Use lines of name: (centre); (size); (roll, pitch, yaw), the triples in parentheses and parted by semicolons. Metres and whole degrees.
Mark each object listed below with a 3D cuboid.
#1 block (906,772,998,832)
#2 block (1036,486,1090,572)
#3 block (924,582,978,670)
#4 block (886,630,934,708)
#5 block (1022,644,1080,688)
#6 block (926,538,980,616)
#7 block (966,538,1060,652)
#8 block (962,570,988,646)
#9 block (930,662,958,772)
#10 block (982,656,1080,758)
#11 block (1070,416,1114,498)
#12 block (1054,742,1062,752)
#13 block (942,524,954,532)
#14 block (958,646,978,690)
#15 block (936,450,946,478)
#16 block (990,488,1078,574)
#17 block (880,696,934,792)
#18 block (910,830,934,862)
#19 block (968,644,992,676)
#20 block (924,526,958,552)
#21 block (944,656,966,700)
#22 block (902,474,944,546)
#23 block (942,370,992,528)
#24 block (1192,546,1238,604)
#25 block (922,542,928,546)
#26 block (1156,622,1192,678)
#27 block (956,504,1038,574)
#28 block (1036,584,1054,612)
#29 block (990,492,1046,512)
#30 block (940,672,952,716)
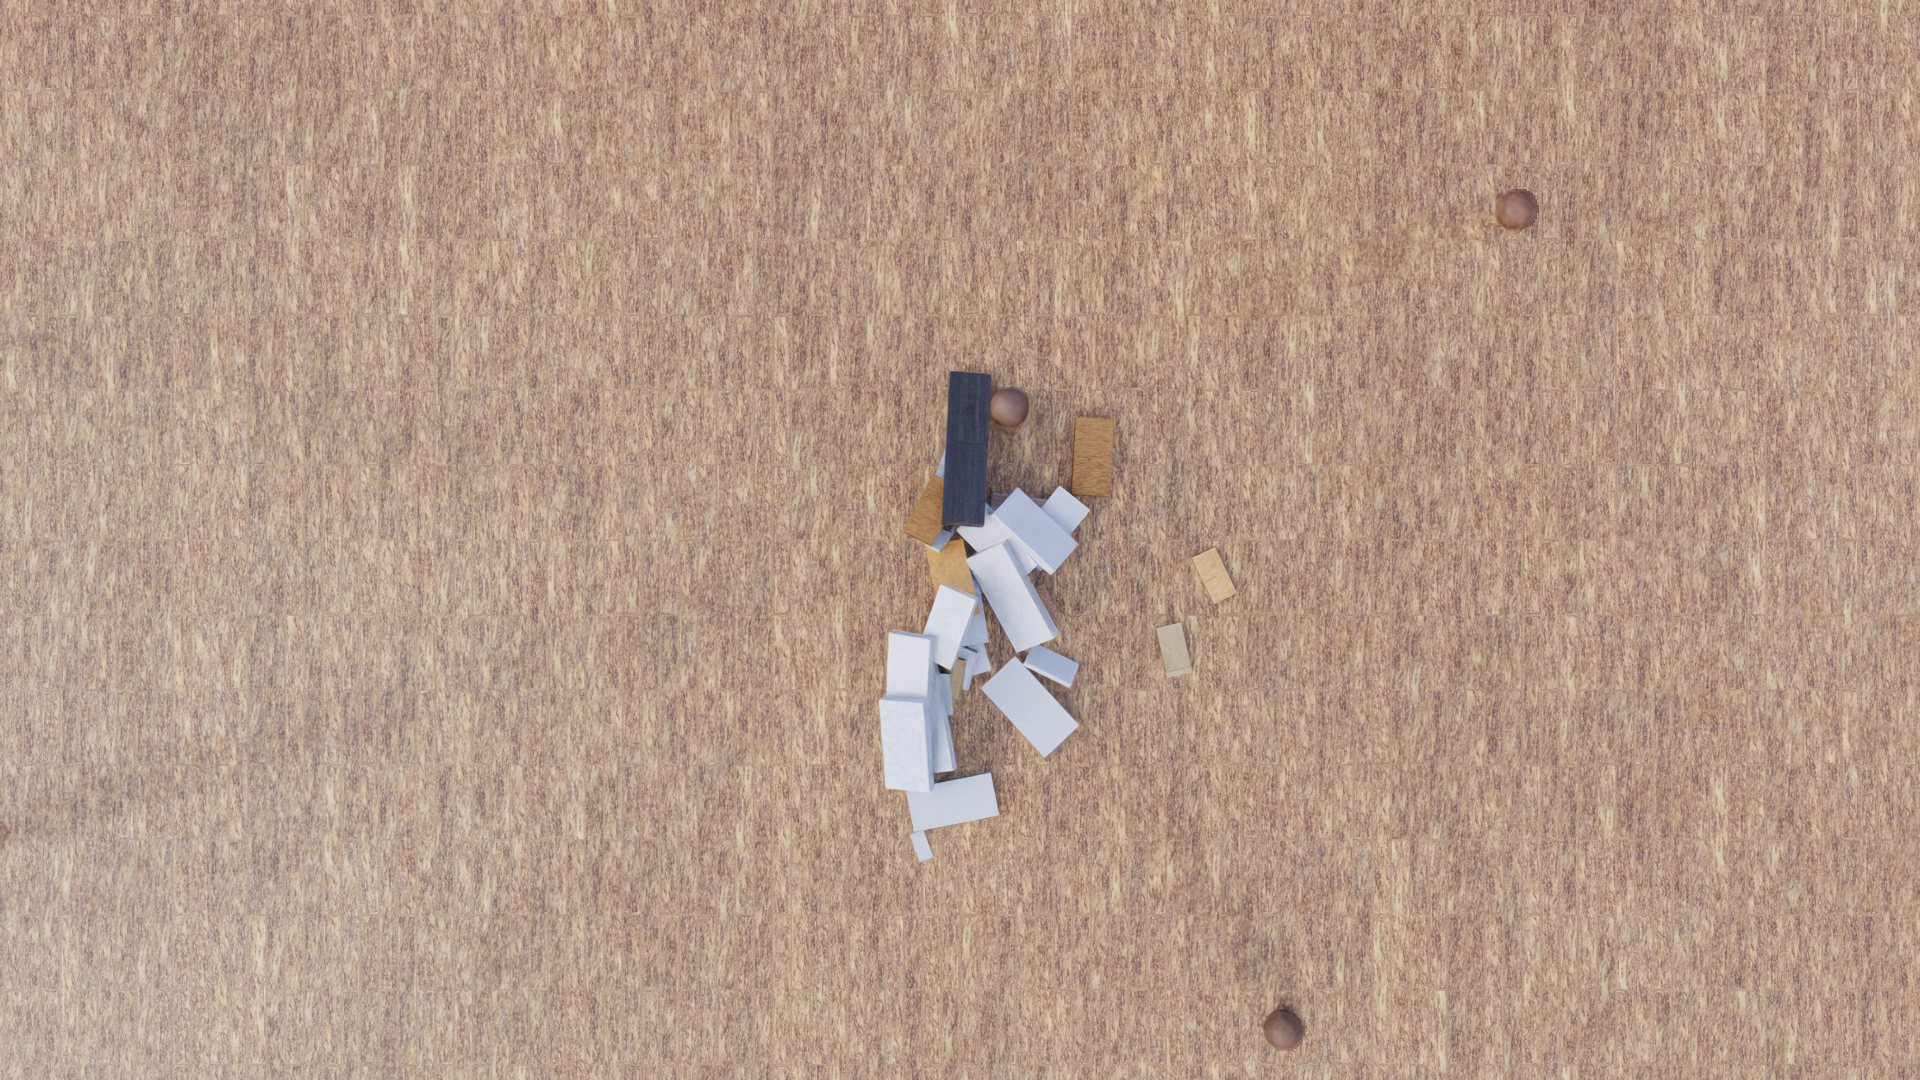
block: (-0.025, 0.869, 5.480); (0.286, 0.041, 0.143); (-11, 90, 0)
block: (0.297, -0.038, 5.445); (0.129, 0.037, 0.258); (39, 90, 0)
block: (-0.041, 0.279, 5.355); (0.127, 0.036, 0.254); (24, 107, 14)
block: (-0.164, 0.445, 5.395); (0.143, 0.041, 0.286); (9, 107, 19)
block: (0.302, 0.413, 5.466); (0.170, 0.024, 0.085); (26, 56, 0)
block: (-0.025, 0.133, 5.433); (0.127, 0.036, 0.254); (-13, 73, -1)
block: (0.172, 0.185, 5.418); (0.156, 0.044, 0.356); (-24, 98, 34)
block: (0.012, 0.221, 5.442); (0.127, 0.036, 0.254); (-9, 73, 0)
block: (-0.120, 0.564, 5.456); (0.143, 0.041, 0.413); (-11, 90, 20)
block: (0.232, 0.552, 5.470); (0.156, 0.044, 0.311); (-43, 87, 0)
block: (0.441, -0.276, 5.482); (0.129, 0.037, 0.258); (3, 90, 0)
block: (0.321, 0.654, 5.493); (0.048, 0.014, 0.095); (26, 90, 0)
block: (-0.034, -0.145, 5.458); (0.108, 0.030, 0.215); (25, 76, 1)
block: (0.013, 0.421, 5.455); (0.069, 0.020, 0.139); (24, 110, 27)
block: (-0.012, -0.246, 5.453); (0.108, 0.030, 0.215); (21, 76, 0)
block: (0.241, -0.030, 5.376); (0.273, 0.039, 0.136); (43, 60, 0)
block: (-0.174, 0.669, 5.412); (0.156, 0.044, 0.311); (2, 106, 21)
block: (-0.128, 1.018, 5.493); (0.048, 0.014, 0.095); (-20, 90, 0)
block: (0.050, 0.371, 5.470); (0.072, 0.020, 0.143); (-16, 90, 0)
block: (-0.061, -0.016, 5.461); (0.058, 0.016, 0.115); (28, 66, 21)
block: (-0.021, 0.453, 5.458); (0.069, 0.020, 0.139); (16, 106, 30)
block: (-0.090, -0.098, 5.383); (0.108, 0.030, 0.215); (27, 79, 1)
block: (0.021, -0.299, 5.405); (0.136, 0.039, 0.518); (4, 74, -6)
block: (0.845, 0.118, 5.488); (0.085, 0.024, 0.170); (-26, 90, 0)
block: (-0.094, -0.038, 5.450); (0.058, 0.016, 0.115); (30, 66, 5)
block: (0.711, 0.366, 5.488); (0.085, 0.024, 0.170); (-13, 90, 0)
block: (0.129, 0.017, 5.422); (0.273, 0.039, 0.136); (45, 127, 5)
block: (0.276, 0.198, 5.493); (0.048, 0.014, 0.095); (-22, 90, 0)
block: (0.229, -0.076, 5.482); (0.258, 0.037, 0.129); (8, 90, 0)
block: (-0.061, 0.510, 5.467); (0.069, 0.020, 0.139); (1, 96, 33)
